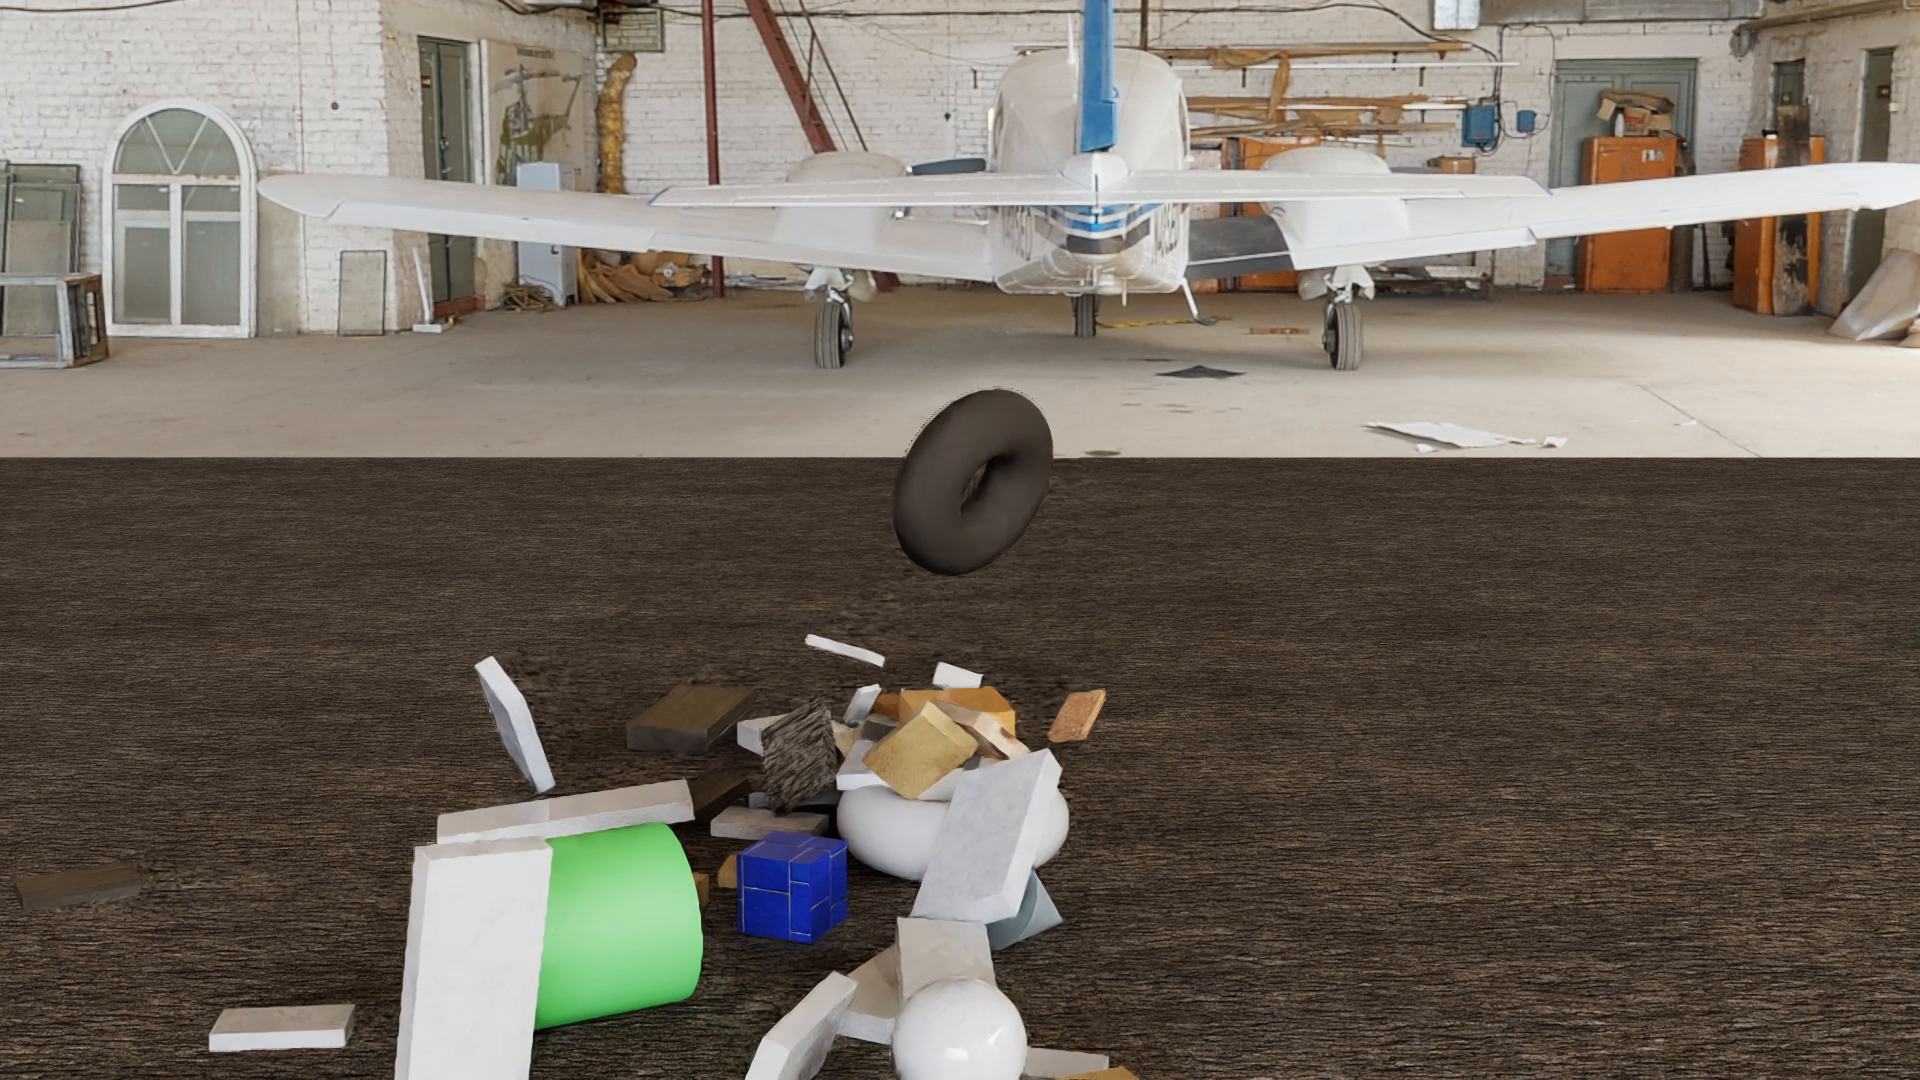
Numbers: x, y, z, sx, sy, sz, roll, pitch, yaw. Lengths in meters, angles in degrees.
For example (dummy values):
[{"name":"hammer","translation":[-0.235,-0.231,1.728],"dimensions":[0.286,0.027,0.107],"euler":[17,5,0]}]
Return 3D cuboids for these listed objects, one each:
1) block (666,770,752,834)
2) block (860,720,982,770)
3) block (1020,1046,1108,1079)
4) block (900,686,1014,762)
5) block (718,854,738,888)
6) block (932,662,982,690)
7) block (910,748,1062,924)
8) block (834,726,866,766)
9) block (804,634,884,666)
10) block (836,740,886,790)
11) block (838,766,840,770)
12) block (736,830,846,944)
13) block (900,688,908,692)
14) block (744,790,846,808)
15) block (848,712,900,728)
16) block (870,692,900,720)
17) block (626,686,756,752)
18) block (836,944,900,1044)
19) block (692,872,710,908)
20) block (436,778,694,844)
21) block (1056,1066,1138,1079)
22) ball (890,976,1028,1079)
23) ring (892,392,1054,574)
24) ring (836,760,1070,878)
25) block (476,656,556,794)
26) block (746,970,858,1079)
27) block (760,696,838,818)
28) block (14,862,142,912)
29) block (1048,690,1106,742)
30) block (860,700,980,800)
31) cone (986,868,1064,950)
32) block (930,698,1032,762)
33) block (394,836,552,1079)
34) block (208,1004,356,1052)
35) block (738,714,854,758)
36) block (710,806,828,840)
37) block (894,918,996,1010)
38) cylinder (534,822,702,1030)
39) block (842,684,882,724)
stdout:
[{"name":"block","translation":[-0.484,0.483,4.072],"dimensions":[0.092,0.026,0.184],"euler":[8,25,37]},{"name":"block","translation":[-0.070,0.357,3.811],"dimensions":[0.110,0.031,0.221],"euler":[23,-9,-31]},{"name":"block","translation":[0.103,0.711,2.948],"dimensions":[0.177,0.025,0.089],"euler":[3,11,15]},{"name":"block","translation":[-0.007,0.397,4.196],"dimensions":[0.186,0.186,0.186],"euler":[-2,11,-11]},{"name":"block","translation":[-0.311,0.565,3.733],"dimensions":[0.183,0.026,0.091],"euler":[1,11,7]},{"name":"block","translation":[-0.006,0.277,4.354],"dimensions":[0.092,0.046,0.013],"euler":[19,-15,-10]},{"name":"block","translation":[0.044,0.473,3.452],"dimensions":[0.167,0.047,0.335],"euler":[-20,28,28]},{"name":"block","translation":[-0.159,0.431,4.105],"dimensions":[0.096,0.027,0.193],"euler":[-13,48,-39]},{"name":"block","translation":[-0.248,0.237,4.732],"dimensions":[0.156,0.022,0.078],"euler":[14,-7,26]},{"name":"block","translation":[-0.154,0.398,3.912],"dimensions":[0.096,0.027,0.193],"euler":[-3,13,9]},{"name":"block","translation":[-0.205,0.435,4.160],"dimensions":[0.184,0.026,0.092],"euler":[35,18,24]},{"name":"block","translation":[-0.268,0.553,3.515],"dimensions":[0.129,0.129,0.129],"euler":[4,11,23]},{"name":"block","translation":[-0.077,0.333,4.662],"dimensions":[0.092,0.013,0.046],"euler":[13,-1,37]},{"name":"block","translation":[-0.306,0.483,4.104],"dimensions":[0.185,0.026,0.092],"euler":[-1,-7,-11]},{"name":"block","translation":[-0.085,0.414,4.483],"dimensions":[0.172,0.049,0.344],"euler":[-5,12,-24]},{"name":"block","translation":[-0.122,0.353,4.621],"dimensions":[0.078,0.022,0.156],"euler":[-8,13,-37]},{"name":"block","translation":[-0.568,0.378,4.677],"dimensions":[0.172,0.049,0.344],"euler":[2,11,11]},{"name":"block","translation":[-0.098,0.657,3.204],"dimensions":[0.134,0.038,0.267],"euler":[5,12,27]},{"name":"block","translation":[-0.546,0.598,3.496],"dimensions":[0.167,0.047,0.335],"euler":[3,11,18]},{"name":"block","translation":[-0.708,0.498,3.949],"dimensions":[0.447,0.038,0.133],"euler":[-7,12,-11]},{"name":"block","translation":[0.205,0.744,2.716],"dimensions":[0.157,0.045,0.315],"euler":[-5,11,-24]},{"name":"ball","translation":[-0.001,0.654,2.844],"dimensions":[0.176,0.176,0.176],"euler":[0,11,0]},{"name":"ring","translation":[0.030,-0.120,4.652],"dimensions":[0.141,0.423,0.423],"euler":[32,28,34]},{"name":"ring","translation":[-0.012,0.487,3.860],"dimensions":[0.409,0.136,0.409],"euler":[1,11,0]},{"name":"block","translation":[-0.841,0.352,4.162],"dimensions":[0.038,0.265,0.133],"euler":[-30,51,-20]},{"name":"block","translation":[-0.215,0.664,2.849],"dimensions":[0.038,0.134,0.267],"euler":[25,13,11]},{"name":"block","translation":[-0.298,0.398,4.077],"dimensions":[0.133,0.038,0.266],"euler":[-32,24,7]},{"name":"block","translation":[-1.469,0.578,3.663],"dimensions":[0.183,0.026,0.091],"euler":[-6,12,-30]},{"name":"block","translation":[0.242,0.363,4.534],"dimensions":[0.078,0.022,0.156],"euler":[-9,24,26]},{"name":"block","translation":[-0.068,0.354,3.665],"dimensions":[0.220,0.110,0.031],"euler":[-42,10,50]},{"name":"cone","translation":[0.114,0.588,3.483],"dimensions":[0.159,0.159,0.159],"euler":[26,-10,-41]},{"name":"block","translation":[0.026,0.320,3.674],"dimensions":[0.110,0.031,0.221],"euler":[41,-13,-18]},{"name":"block","translation":[-0.632,0.559,2.852],"dimensions":[0.167,0.341,0.047],"euler":[0,14,-35]},{"name":"block","translation":[-0.949,0.685,3.087],"dimensions":[0.183,0.026,0.091],"euler":[-1,11,-6]},{"name":"block","translation":[-0.294,0.418,4.461],"dimensions":[0.172,0.049,0.344],"euler":[-7,13,-33]},{"name":"block","translation":[-0.345,0.517,3.987],"dimensions":[0.193,0.027,0.096],"euler":[3,11,15]},{"name":"block","translation":[-0.022,0.623,3.185],"dimensions":[0.134,0.038,0.267],"euler":[5,14,-5]},{"name":"cylinder","translation":[-0.541,0.553,3.151],"dimensions":[0.262,0.262,0.262],"euler":[-6,12,-29]},{"name":"block","translation":[-0.189,0.316,4.243],"dimensions":[0.046,0.092,0.013],"euler":[-9,52,-37]}]
